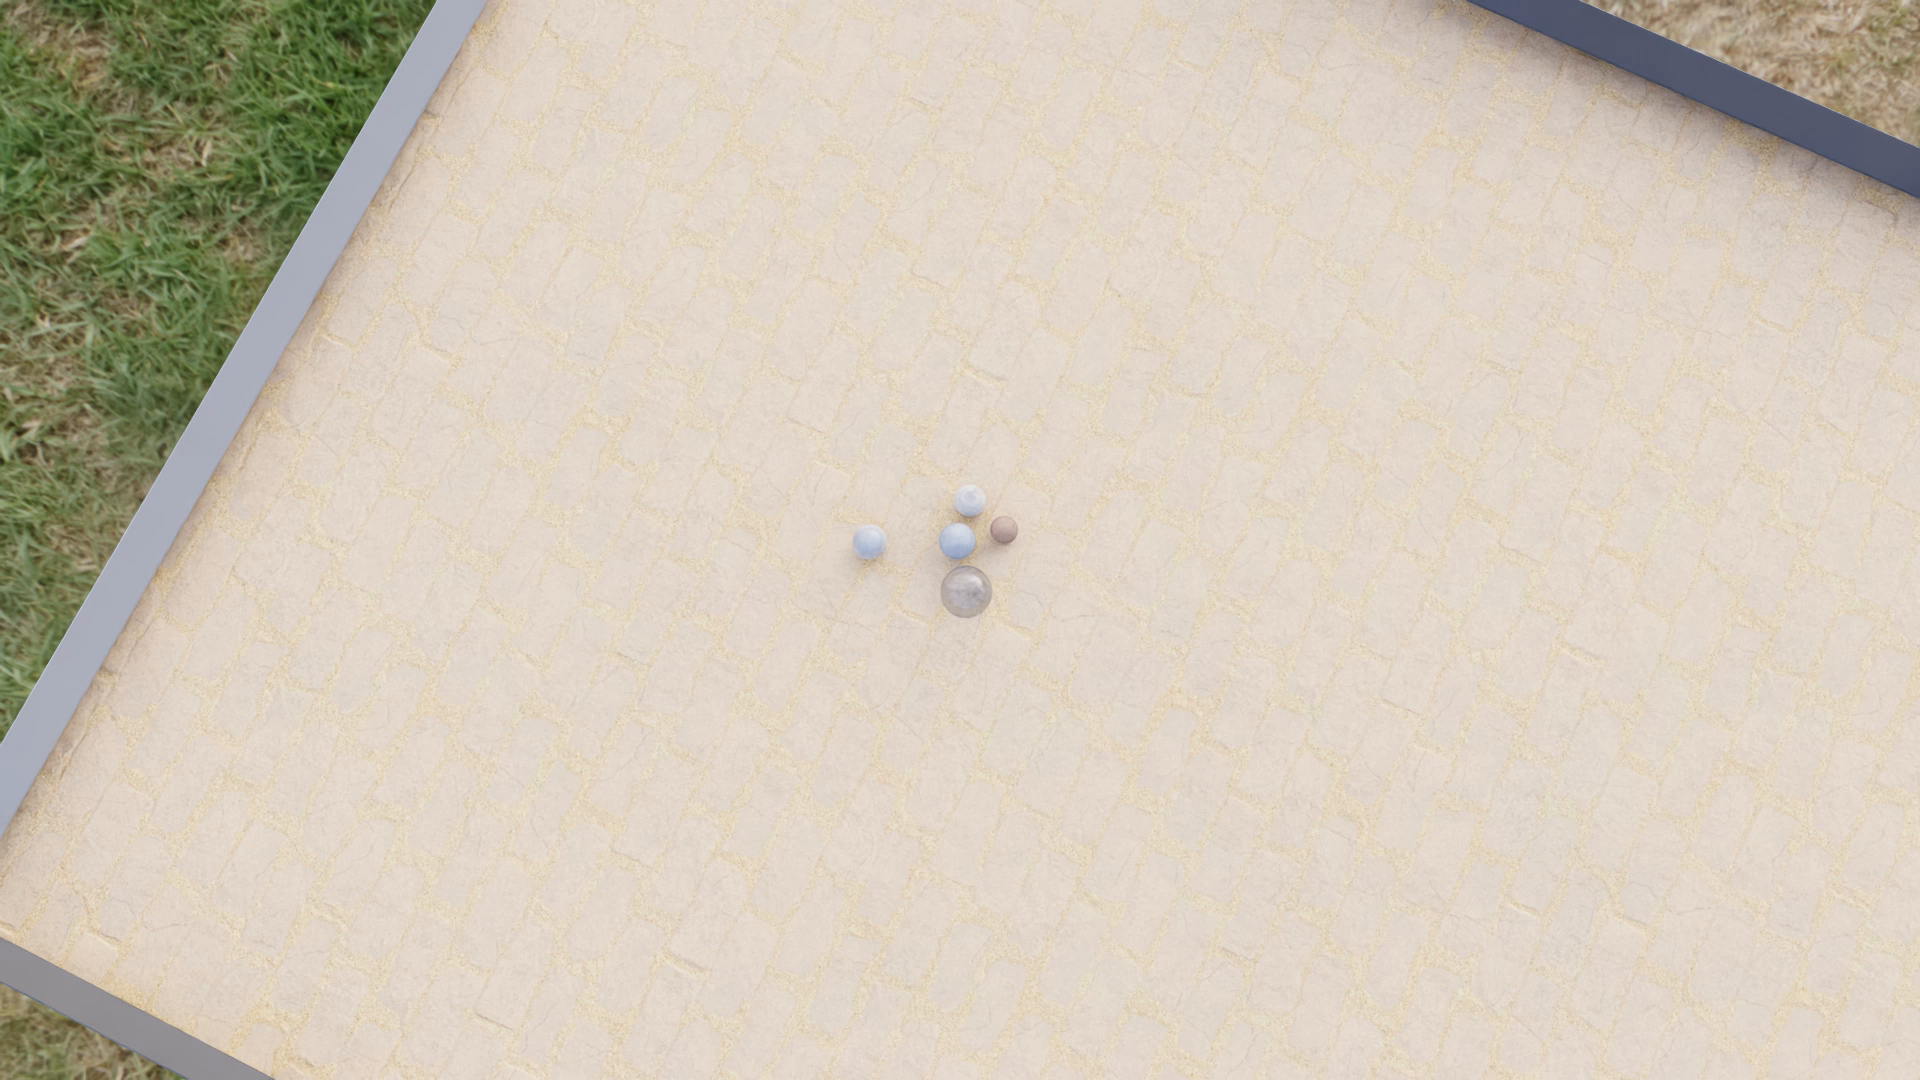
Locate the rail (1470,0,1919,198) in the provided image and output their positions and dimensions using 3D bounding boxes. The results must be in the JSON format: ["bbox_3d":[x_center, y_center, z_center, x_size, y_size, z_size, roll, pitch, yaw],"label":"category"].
[{"bbox_3d":[1.499,-0.552,3.420,4.411,0.114,0.045,25,78,6],"label":"rail"}]

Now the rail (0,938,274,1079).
[{"bbox_3d":[0.484,1.480,2.956,4.411,0.114,0.045,25,78,6],"label":"rail"}]

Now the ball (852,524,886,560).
[{"bbox_3d":[-0.137,0.003,3.325,0.053,0.053,0.053,0,77,0],"label":"ball"}]

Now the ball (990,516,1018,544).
[{"bbox_3d":[0.067,-0.016,3.335,0.043,0.043,0.043,0,77,0],"label":"ball"}]

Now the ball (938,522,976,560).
[{"bbox_3d":[-0.004,0.001,3.324,0.056,0.056,0.056,0,77,0],"label":"ball"}]

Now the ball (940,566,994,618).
[{"bbox_3d":[0.010,0.078,3.294,0.080,0.080,0.080,0,77,0],"label":"ball"}]

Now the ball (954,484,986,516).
[{"bbox_3d":[0.015,-0.060,3.342,0.049,0.049,0.049,0,77,0],"label":"ball"}]

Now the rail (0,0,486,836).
[{"bbox_3d":[-0.970,-0.467,3.401,0.045,0.114,2.366,25,78,6],"label":"rail"}]
